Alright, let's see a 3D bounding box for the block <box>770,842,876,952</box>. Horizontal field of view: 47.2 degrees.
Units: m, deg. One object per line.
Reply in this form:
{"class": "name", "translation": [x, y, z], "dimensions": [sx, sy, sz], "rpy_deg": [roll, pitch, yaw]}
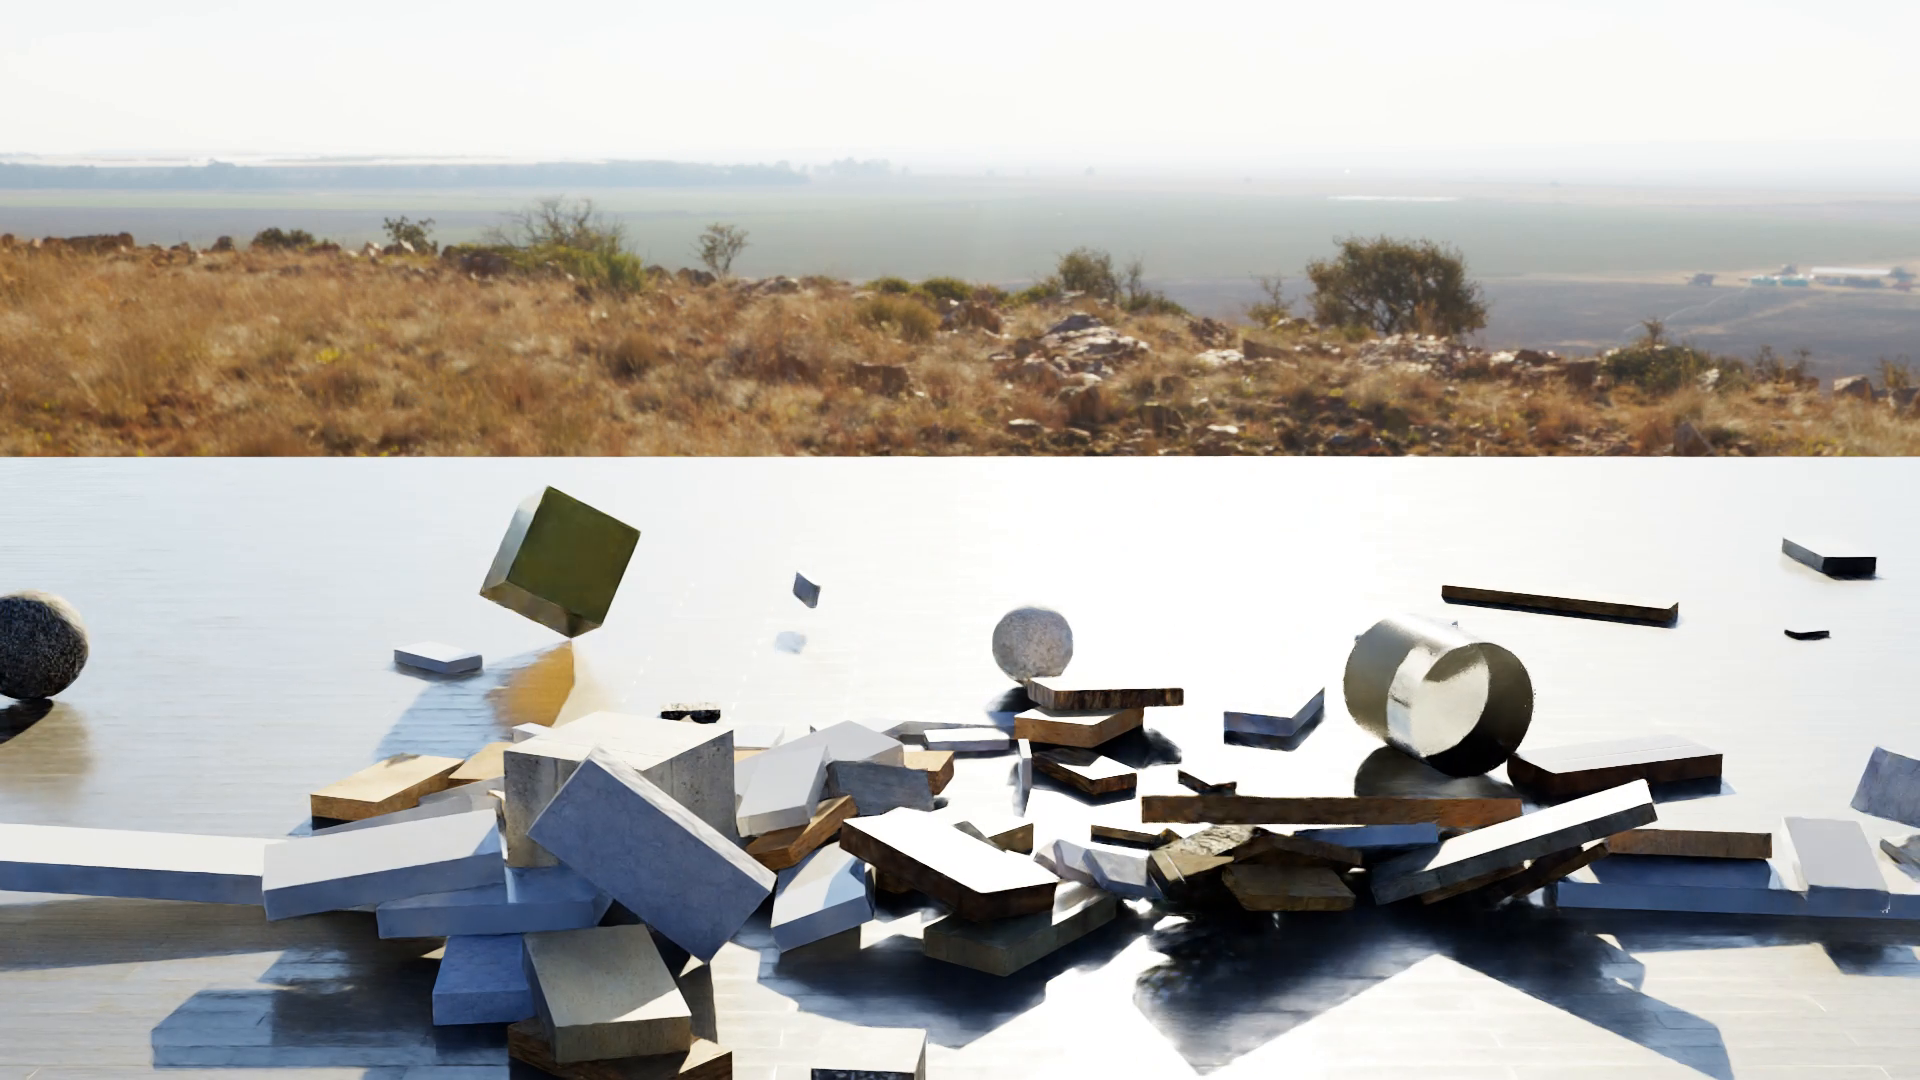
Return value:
{"class": "block", "translation": [-0.217, 0.565, 3.550], "dimensions": [0.154, 0.044, 0.309], "rpy_deg": [-20, 11, 2]}

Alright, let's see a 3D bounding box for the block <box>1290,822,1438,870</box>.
{"class": "block", "translation": [0.676, 0.524, 3.740], "dimensions": [0.244, 0.035, 0.122], "rpy_deg": [-2, -27, -6]}

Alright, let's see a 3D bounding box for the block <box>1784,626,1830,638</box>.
{"class": "block", "translation": [2.140, 0.232, 5.558], "dimensions": [0.099, 0.014, 0.050], "rpy_deg": [-4, 11, -18]}

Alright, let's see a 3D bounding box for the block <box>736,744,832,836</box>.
{"class": "block", "translation": [-0.308, 0.439, 3.871], "dimensions": [0.126, 0.036, 0.251], "rpy_deg": [-12, 17, 9]}

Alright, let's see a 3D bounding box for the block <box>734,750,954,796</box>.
{"class": "block", "translation": [-0.281, 0.446, 4.218], "dimensions": [0.520, 0.048, 0.169], "rpy_deg": [-1, 7, 10]}

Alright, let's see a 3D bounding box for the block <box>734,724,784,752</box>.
{"class": "block", "translation": [-0.418, 0.416, 4.544], "dimensions": [0.083, 0.023, 0.166], "rpy_deg": [1, 11, 6]}

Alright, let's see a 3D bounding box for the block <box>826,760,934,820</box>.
{"class": "block", "translation": [-0.141, 0.458, 3.962], "dimensions": [0.209, 0.104, 0.030], "rpy_deg": [11, -36, -38]}

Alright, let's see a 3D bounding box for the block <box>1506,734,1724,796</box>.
{"class": "block", "translation": [1.294, 0.442, 4.346], "dimensions": [0.395, 0.044, 0.156], "rpy_deg": [-4, 11, -20]}

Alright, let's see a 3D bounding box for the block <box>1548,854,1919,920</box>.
{"class": "block", "translation": [1.288, 0.572, 3.646], "dimensions": [0.605, 0.043, 0.151], "rpy_deg": [1, 11, 6]}

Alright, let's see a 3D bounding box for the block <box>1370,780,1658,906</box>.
{"class": "block", "translation": [0.904, 0.496, 3.606], "dimensions": [0.467, 0.035, 0.122], "rpy_deg": [-20, 6, 15]}

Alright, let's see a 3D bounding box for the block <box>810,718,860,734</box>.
{"class": "block", "translation": [-0.228, 0.414, 4.537], "dimensions": [0.104, 0.030, 0.209], "rpy_deg": [-4, 11, -22]}

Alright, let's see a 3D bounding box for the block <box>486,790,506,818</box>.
{"class": "block", "translation": [-0.740, 0.484, 3.849], "dimensions": [0.104, 0.030, 0.209], "rpy_deg": [14, 0, -38]}

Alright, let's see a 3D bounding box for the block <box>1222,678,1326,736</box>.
{"class": "block", "translation": [0.684, 0.362, 4.779], "dimensions": [0.150, 0.042, 0.300], "rpy_deg": [4, 11, 23]}

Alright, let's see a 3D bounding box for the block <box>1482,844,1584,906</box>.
{"class": "block", "translation": [0.944, 0.535, 3.636], "dimensions": [0.174, 0.025, 0.087], "rpy_deg": [-34, 5, 11]}

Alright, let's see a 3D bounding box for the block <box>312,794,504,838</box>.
{"class": "block", "translation": [-0.952, 0.491, 3.796], "dimensions": [0.295, 0.036, 0.126], "rpy_deg": [-14, -11, 10]}

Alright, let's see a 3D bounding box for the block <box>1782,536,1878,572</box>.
{"class": "block", "translation": [2.567, 0.041, 6.503], "dimensions": [0.156, 0.044, 0.311], "rpy_deg": [0, 11, -1]}

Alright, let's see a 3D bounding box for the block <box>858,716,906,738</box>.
{"class": "block", "translation": [-0.198, 0.398, 4.475], "dimensions": [0.083, 0.023, 0.196], "rpy_deg": [6, 12, 29]}

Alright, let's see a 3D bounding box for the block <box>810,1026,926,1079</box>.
{"class": "block", "translation": [-0.112, 0.696, 2.750], "dimensions": [0.128, 0.128, 0.128], "rpy_deg": [1, 11, 6]}

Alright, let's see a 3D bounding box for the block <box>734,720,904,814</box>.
{"class": "block", "translation": [-0.288, 0.427, 4.071], "dimensions": [0.338, 0.048, 0.169], "rpy_deg": [-18, 23, -36]}

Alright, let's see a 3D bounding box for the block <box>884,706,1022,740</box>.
{"class": "block", "translation": [-0.014, 0.389, 4.673], "dimensions": [0.284, 0.030, 0.104], "rpy_deg": [2, 11, 10]}

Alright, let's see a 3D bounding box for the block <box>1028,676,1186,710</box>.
{"class": "block", "translation": [0.311, 0.325, 4.688], "dimensions": [0.300, 0.042, 0.150], "rpy_deg": [0, 6, -20]}

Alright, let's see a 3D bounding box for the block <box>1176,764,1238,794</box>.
{"class": "block", "translation": [0.482, 0.465, 4.294], "dimensions": [0.065, 0.018, 0.130], "rpy_deg": [-5, 12, -25]}

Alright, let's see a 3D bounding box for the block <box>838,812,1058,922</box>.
{"class": "block", "translation": [-0.022, 0.519, 3.526], "dimensions": [0.168, 0.048, 0.336], "rpy_deg": [0, 14, -43]}

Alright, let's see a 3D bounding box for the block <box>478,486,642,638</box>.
{"class": "block", "translation": [-0.982, 0.057, 5.396], "dimensions": [0.258, 0.258, 0.258], "rpy_deg": [28, -20, -20]}

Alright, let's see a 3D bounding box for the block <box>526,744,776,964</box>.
{"class": "block", "translation": [-0.465, 0.477, 3.324], "dimensions": [0.339, 0.170, 0.048], "rpy_deg": [38, 20, -8]}

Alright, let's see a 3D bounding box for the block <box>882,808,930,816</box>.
{"class": "block", "translation": [-0.115, 0.498, 3.851], "dimensions": [0.064, 0.018, 0.129], "rpy_deg": [6, 12, 31]}

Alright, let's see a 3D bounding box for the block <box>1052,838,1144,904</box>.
{"class": "block", "translation": [0.227, 0.544, 3.617], "dimensions": [0.152, 0.022, 0.076], "rpy_deg": [23, 22, -19]}

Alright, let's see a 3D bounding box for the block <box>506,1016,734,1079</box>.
{"class": "block", "translation": [-0.463, 0.696, 2.985], "dimensions": [0.293, 0.042, 0.147], "rpy_deg": [9, 14, 40]}

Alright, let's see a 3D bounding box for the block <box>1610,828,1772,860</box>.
{"class": "block", "translation": [1.209, 0.520, 3.758], "dimensions": [0.301, 0.043, 0.151], "rpy_deg": [2, -10, -1]}

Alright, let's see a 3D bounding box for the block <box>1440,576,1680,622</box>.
{"class": "block", "translation": [1.607, 0.157, 5.911], "dimensions": [0.608, 0.033, 0.118], "rpy_deg": [6, 12, 31]}

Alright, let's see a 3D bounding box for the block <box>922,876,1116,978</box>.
{"class": "block", "translation": [0.097, 0.604, 3.472], "dimensions": [0.154, 0.044, 0.314], "rpy_deg": [8, 13, 35]}

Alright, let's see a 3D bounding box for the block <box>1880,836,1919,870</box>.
{"class": "block", "translation": [1.673, 0.549, 3.835], "dimensions": [0.073, 0.021, 0.147], "rpy_deg": [-1, 11, -3]}

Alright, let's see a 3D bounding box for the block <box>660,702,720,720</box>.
{"class": "block", "translation": [-0.587, 0.372, 4.795], "dimensions": [0.129, 0.018, 0.064], "rpy_deg": [-1, 11, -8]}

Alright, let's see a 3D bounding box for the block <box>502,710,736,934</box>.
{"class": "block", "translation": [-0.558, 0.459, 3.634], "dimensions": [0.270, 0.270, 0.270], "rpy_deg": [5, 12, 25]}

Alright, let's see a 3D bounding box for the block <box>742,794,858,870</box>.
{"class": "block", "translation": [-0.282, 0.507, 3.773], "dimensions": [0.118, 0.033, 0.236], "rpy_deg": [-16, 8, 28]}

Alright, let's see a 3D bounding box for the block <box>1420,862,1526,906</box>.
{"class": "block", "translation": [0.844, 0.551, 3.640], "dimensions": [0.174, 0.025, 0.087], "rpy_deg": [-21, 8, 10]}

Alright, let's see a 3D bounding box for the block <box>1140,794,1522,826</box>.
{"class": "block", "translation": [0.646, 0.465, 3.771], "dimensions": [0.713, 0.048, 0.168], "rpy_deg": [5, -8, -32]}

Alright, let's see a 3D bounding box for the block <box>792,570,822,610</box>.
{"class": "block", "translation": [-0.398, 0.129, 5.698], "dimensions": [0.018, 0.065, 0.130], "rpy_deg": [8, 12, -28]}
